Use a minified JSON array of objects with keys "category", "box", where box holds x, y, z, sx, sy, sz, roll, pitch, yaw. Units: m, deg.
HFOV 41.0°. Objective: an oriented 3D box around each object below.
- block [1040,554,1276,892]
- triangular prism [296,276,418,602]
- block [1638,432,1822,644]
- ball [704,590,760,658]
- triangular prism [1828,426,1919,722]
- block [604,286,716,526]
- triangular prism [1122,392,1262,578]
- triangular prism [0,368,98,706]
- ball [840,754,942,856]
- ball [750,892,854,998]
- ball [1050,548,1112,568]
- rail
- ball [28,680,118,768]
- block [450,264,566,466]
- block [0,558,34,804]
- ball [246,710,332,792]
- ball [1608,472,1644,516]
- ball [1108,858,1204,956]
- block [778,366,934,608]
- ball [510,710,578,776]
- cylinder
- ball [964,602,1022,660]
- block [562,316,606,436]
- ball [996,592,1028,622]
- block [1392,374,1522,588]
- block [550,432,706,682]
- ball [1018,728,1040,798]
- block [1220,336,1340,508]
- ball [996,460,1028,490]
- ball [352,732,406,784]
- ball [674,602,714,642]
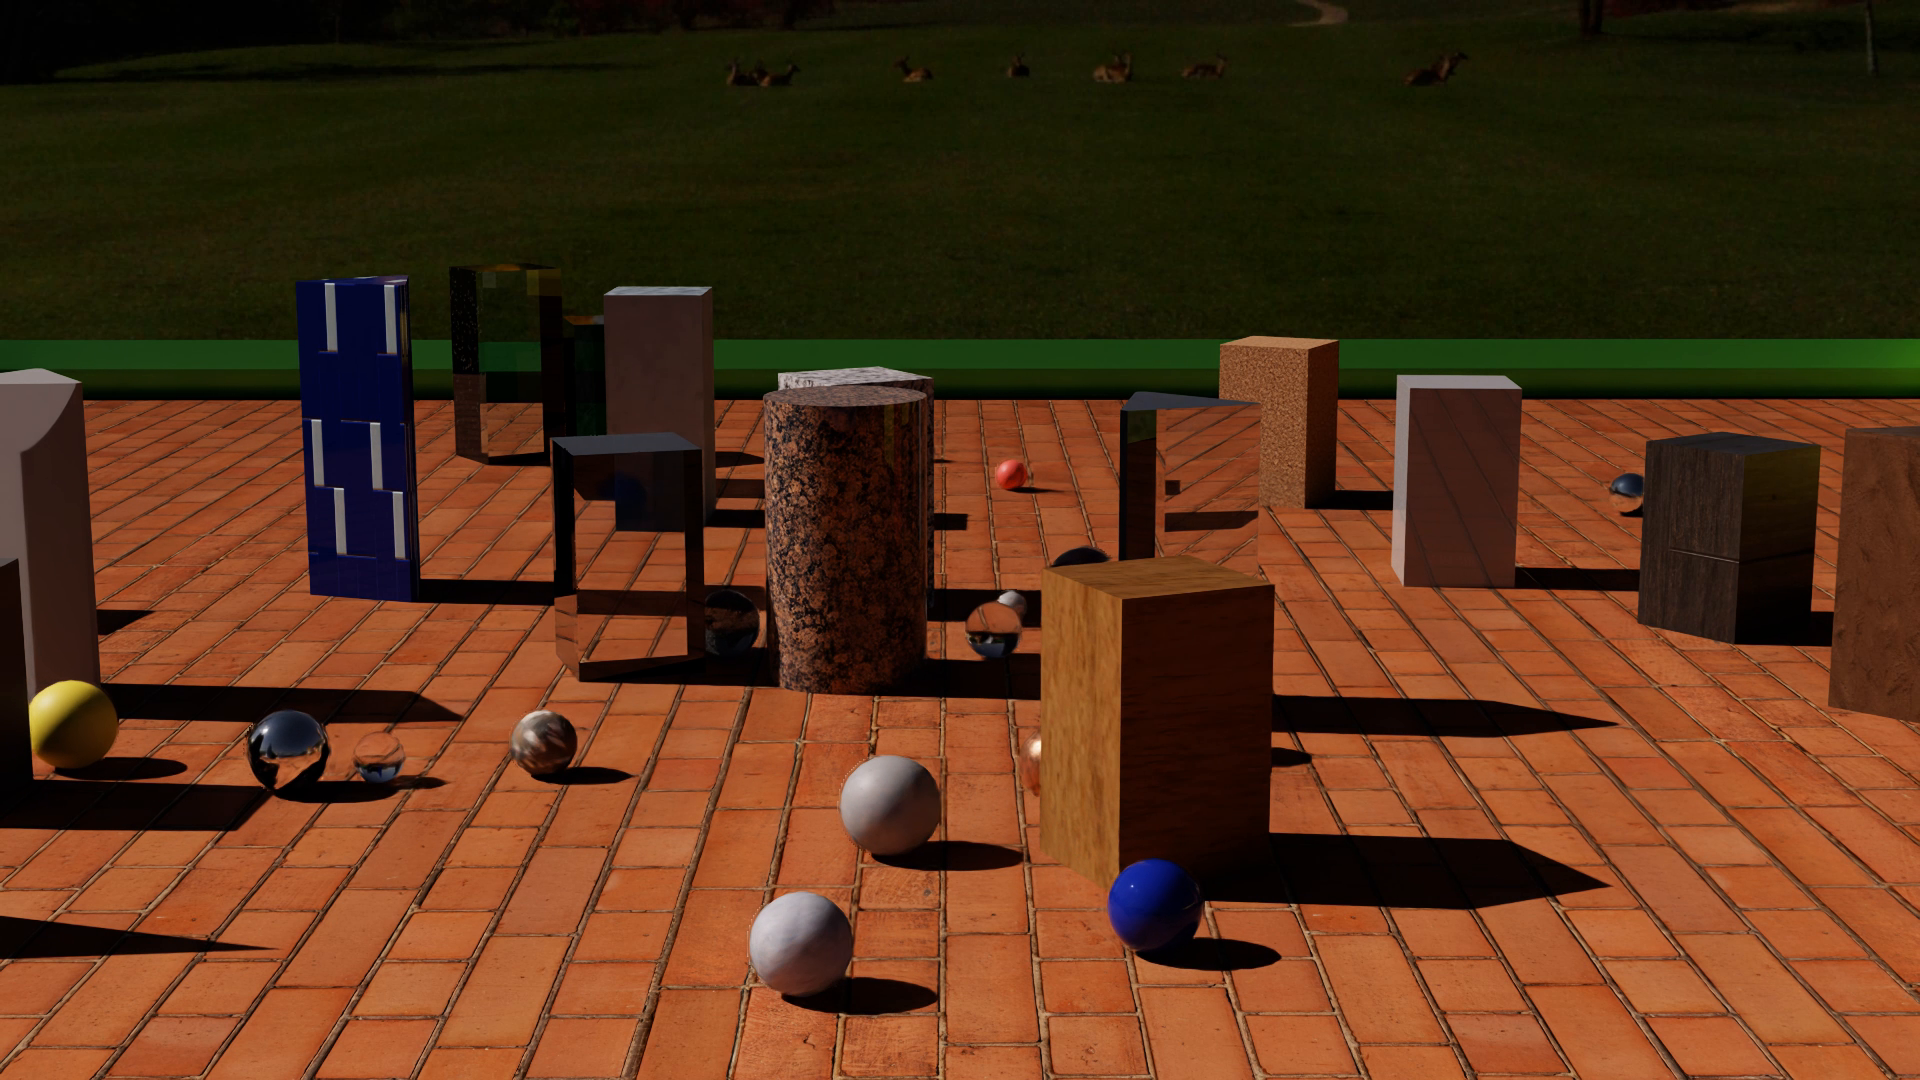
[{"category":"block","box":[0.178,0.165,2.344,0.155,0.270,0.155,-5,12,-24]},{"category":"triangular prism","box":[-0.801,-0.146,3.568,0.167,0.434,0.145,4,11,19]},{"category":"block","box":[1.001,-0.006,3.342,0.155,0.243,0.155,-8,13,-35]},{"category":"ball","box":[-0.290,0.104,3.179,0.085,0.085,0.085,0,11,0]},{"category":"triangular prism","box":[1.107,0.034,2.911,0.145,0.320,0.167,-10,15,-44]},{"category":"block","box":[-0.482,-0.218,4.140,0.155,0.368,0.155,0,11,1]},{"category":"triangular prism","box":[0.231,0.016,2.913,0.167,0.355,0.145,-4,11,-20]},{"category":"triangular prism","box":[-1.070,-0.002,2.956,0.167,0.376,0.145,-1,11,-4]},{"category":"ball","box":[-0.064,0.247,2.385,0.094,0.094,0.094,0,11,0]},{"category":"ball","box":[-0.125,0.319,2.028,0.082,0.082,0.082,0,11,0]},{"category":"ball","box":[0.163,0.058,3.395,0.096,0.096,0.096,0,11,0]},{"category":"rail","box":[-0.013,-0.375,5.642,4.353,0.126,0.045,0,11,0]},{"category":"ball","box":[-0.928,0.193,2.681,0.093,0.093,0.093,0,11,0]},{"category":"block","box":[-0.843,-0.330,4.781,0.155,0.354,0.155,-7,13,-33]},{"category":"block","box":[-1.034,0.146,2.549,0.155,0.232,0.155,0,11,1]},{"category":"ball","box":[-0.679,0.213,2.595,0.084,0.084,0.084,0,11,0]},{"category":"ball","box":[1.095,-0.075,4.188,0.069,0.069,0.069,0,11,0]},{"category":"ball","box":[0.161,0.303,2.123,0.080,0.080,0.080,0,11,0]},{"category":"block","box":[-0.141,-0.068,3.481,0.155,0.312,0.155,-6,12,-30]},{"category":"ball","box":[-0.430,0.210,2.655,0.068,0.068,0.068,0,11,0]},{"category":"cylinder","box":[-0.136,-0.004,3.061,0.193,0.340,0.193,0,11,0]},{"category":"ball","box":[0.041,0.112,3.175,0.071,0.071,0.071,0,11,0]},{"category":"block","box":[-0.598,-0.237,4.450,0.155,0.292,0.155,-3,11,-16]},{"category":"ball","box":[0.068,0.089,3.374,0.043,0.043,0.043,0,11,0]},{"category":"block","box":[0.707,-0.086,3.663,0.155,0.282,0.155,1,11,3]},{"category":"block","box":[-0.406,0.017,3.131,0.155,0.273,0.155,-4,11,-19]},{"category":"ball","box":[0.097,0.223,2.560,0.078,0.078,0.078,0,11,0]},{"category":"block","box":[0.537,-0.201,4.326,0.155,0.266,0.155,5,12,27]},{"category":"ball","box":[0.090,-0.112,4.432,0.053,0.053,0.053,0,11,0]},{"category":"ball","box":[-0.596,0.223,2.629,0.053,0.053,0.053,0,11,0]},{"category":"ball","box":[-0.339,0.105,3.269,0.051,0.051,0.051,0,11,0]}]
